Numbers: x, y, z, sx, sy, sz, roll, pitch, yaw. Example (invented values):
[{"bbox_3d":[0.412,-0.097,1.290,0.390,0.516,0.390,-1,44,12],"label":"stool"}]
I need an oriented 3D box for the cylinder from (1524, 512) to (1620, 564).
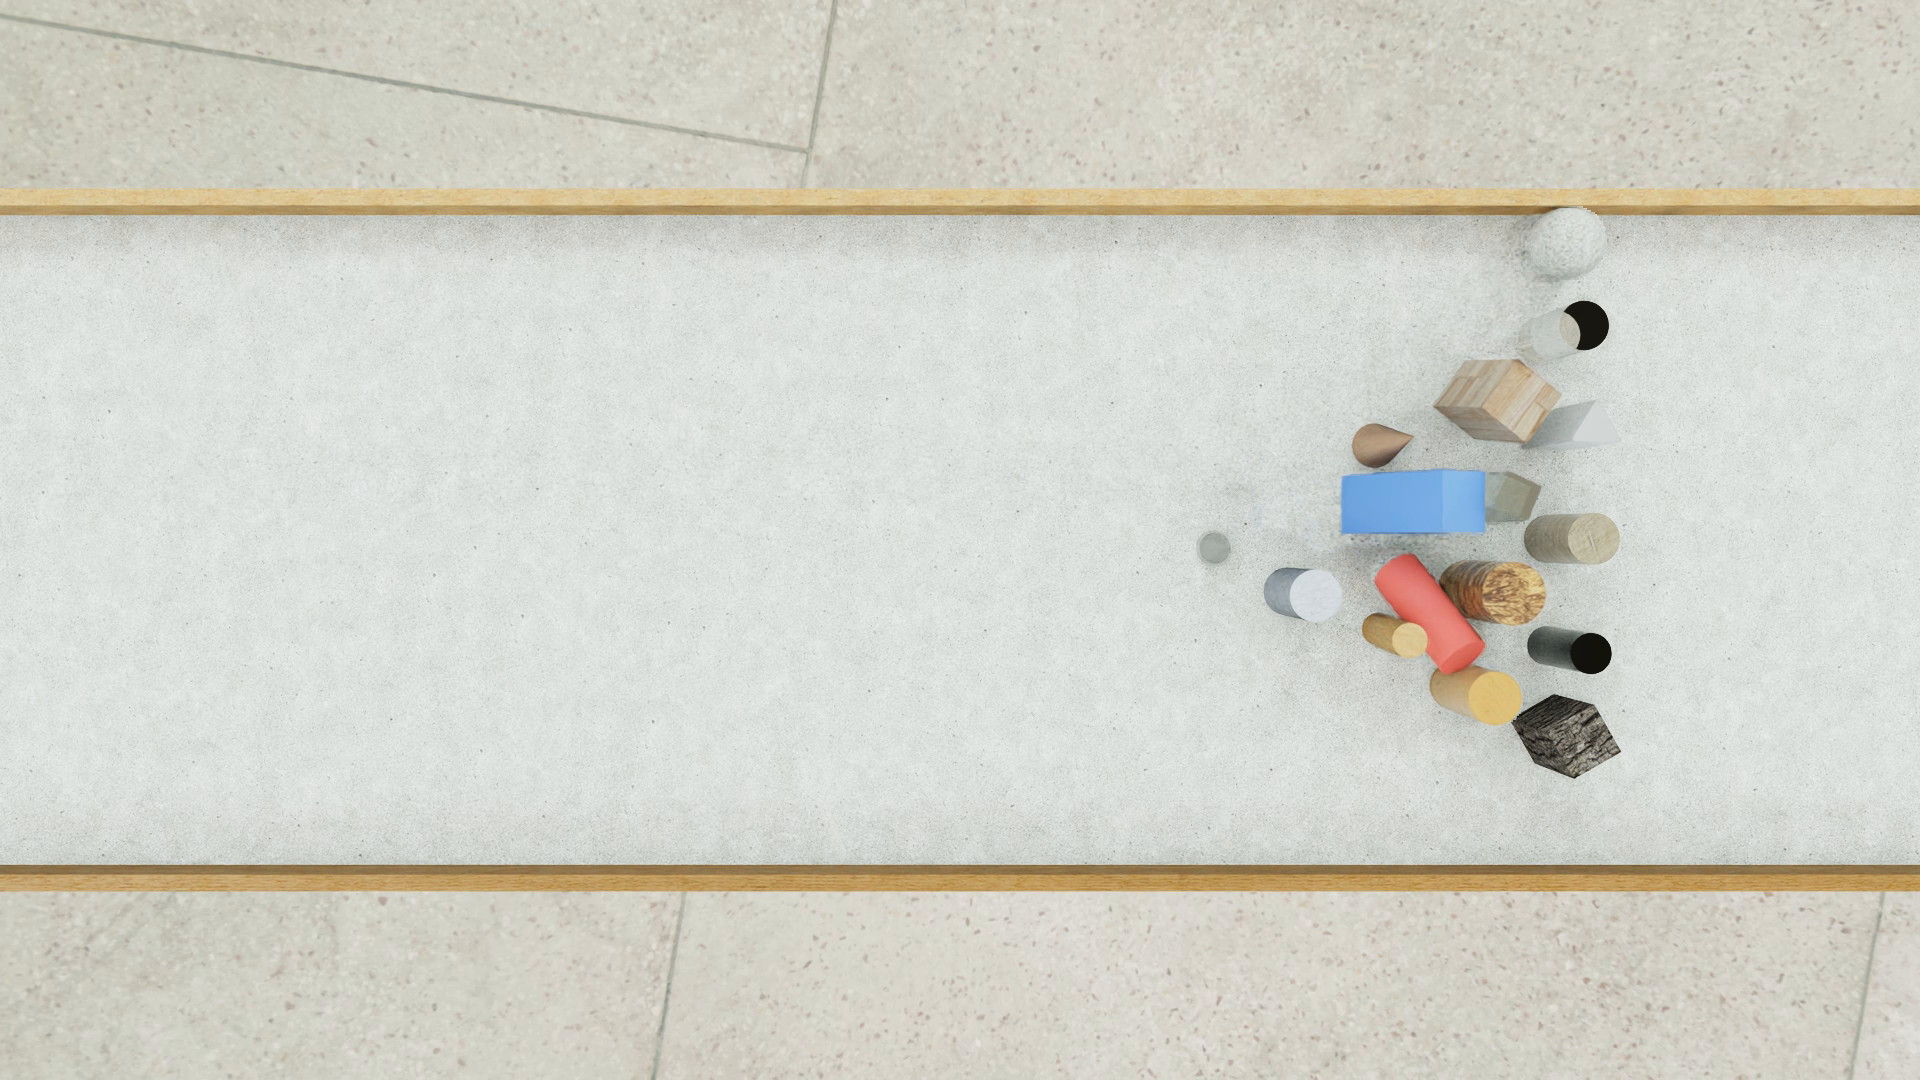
[{"bbox_3d":[1.810,-0.004,4.893,0.149,0.367,0.149,0,90,0],"label":"cylinder"}]

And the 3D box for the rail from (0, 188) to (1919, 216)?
[{"bbox_3d":[-2.247,-1.025,5.002,12.000,0.150,0.050,0,90,0],"label":"rail"}]

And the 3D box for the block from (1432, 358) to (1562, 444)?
[{"bbox_3d":[1.587,-0.414,4.891,0.172,0.347,0.172,36,90,-9],"label":"block"}]

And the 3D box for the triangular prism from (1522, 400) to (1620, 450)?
[{"bbox_3d":[1.796,-0.338,4.862,0.136,0.429,0.117,2,90,0],"label":"triangular prism"}]

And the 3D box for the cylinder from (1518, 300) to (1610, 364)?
[{"bbox_3d":[1.789,-0.615,4.901,0.143,0.350,0.143,0,90,0],"label":"cylinder"}]

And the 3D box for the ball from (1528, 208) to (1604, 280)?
[{"bbox_3d":[1.825,-0.893,4.964,0.214,0.214,0.214,0,90,0],"label":"ball"}]

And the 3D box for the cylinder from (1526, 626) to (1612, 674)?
[{"bbox_3d":[1.805,0.325,4.896,0.119,0.361,0.119,0,90,0],"label":"cylinder"}]

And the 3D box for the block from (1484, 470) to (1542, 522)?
[{"bbox_3d":[1.565,-0.124,4.874,0.108,0.393,0.108,24,87,-5],"label":"block"}]

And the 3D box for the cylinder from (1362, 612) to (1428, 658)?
[{"bbox_3d":[1.283,0.279,4.879,0.101,0.391,0.101,0,92,1],"label":"cylinder"}]

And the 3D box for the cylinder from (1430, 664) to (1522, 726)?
[{"bbox_3d":[1.523,0.449,4.887,0.154,0.377,0.154,0,91,0],"label":"cylinder"}]

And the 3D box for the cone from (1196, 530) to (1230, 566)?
[{"bbox_3d":[0.779,0.024,4.908,0.107,0.338,0.107,0,90,0],"label":"cone"}]

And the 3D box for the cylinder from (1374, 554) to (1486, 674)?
[{"bbox_3d":[1.397,0.218,4.918,0.150,0.150,0.350,-30,57,0],"label":"cylinder"}]

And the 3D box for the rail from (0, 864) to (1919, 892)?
[{"bbox_3d":[-2.247,1.025,5.001,12.000,0.150,0.050,0,90,0],"label":"rail"}]

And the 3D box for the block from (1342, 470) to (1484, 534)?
[{"bbox_3d":[1.330,-0.107,4.861,0.173,0.397,0.173,0,89,-31],"label":"block"}]

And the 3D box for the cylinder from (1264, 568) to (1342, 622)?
[{"bbox_3d":[1.008,0.158,4.875,0.149,0.403,0.149,0,90,0],"label":"cylinder"}]

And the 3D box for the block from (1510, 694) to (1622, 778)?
[{"bbox_3d":[1.798,0.581,4.913,0.157,0.327,0.157,-30,90,0],"label":"block"}]

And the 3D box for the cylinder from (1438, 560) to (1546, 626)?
[{"bbox_3d":[1.562,0.152,4.863,0.180,0.428,0.180,0,90,0],"label":"cylinder"}]

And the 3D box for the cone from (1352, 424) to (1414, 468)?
[{"bbox_3d":[1.275,-0.290,4.852,0.137,0.448,0.137,0,90,0],"label":"cone"}]
